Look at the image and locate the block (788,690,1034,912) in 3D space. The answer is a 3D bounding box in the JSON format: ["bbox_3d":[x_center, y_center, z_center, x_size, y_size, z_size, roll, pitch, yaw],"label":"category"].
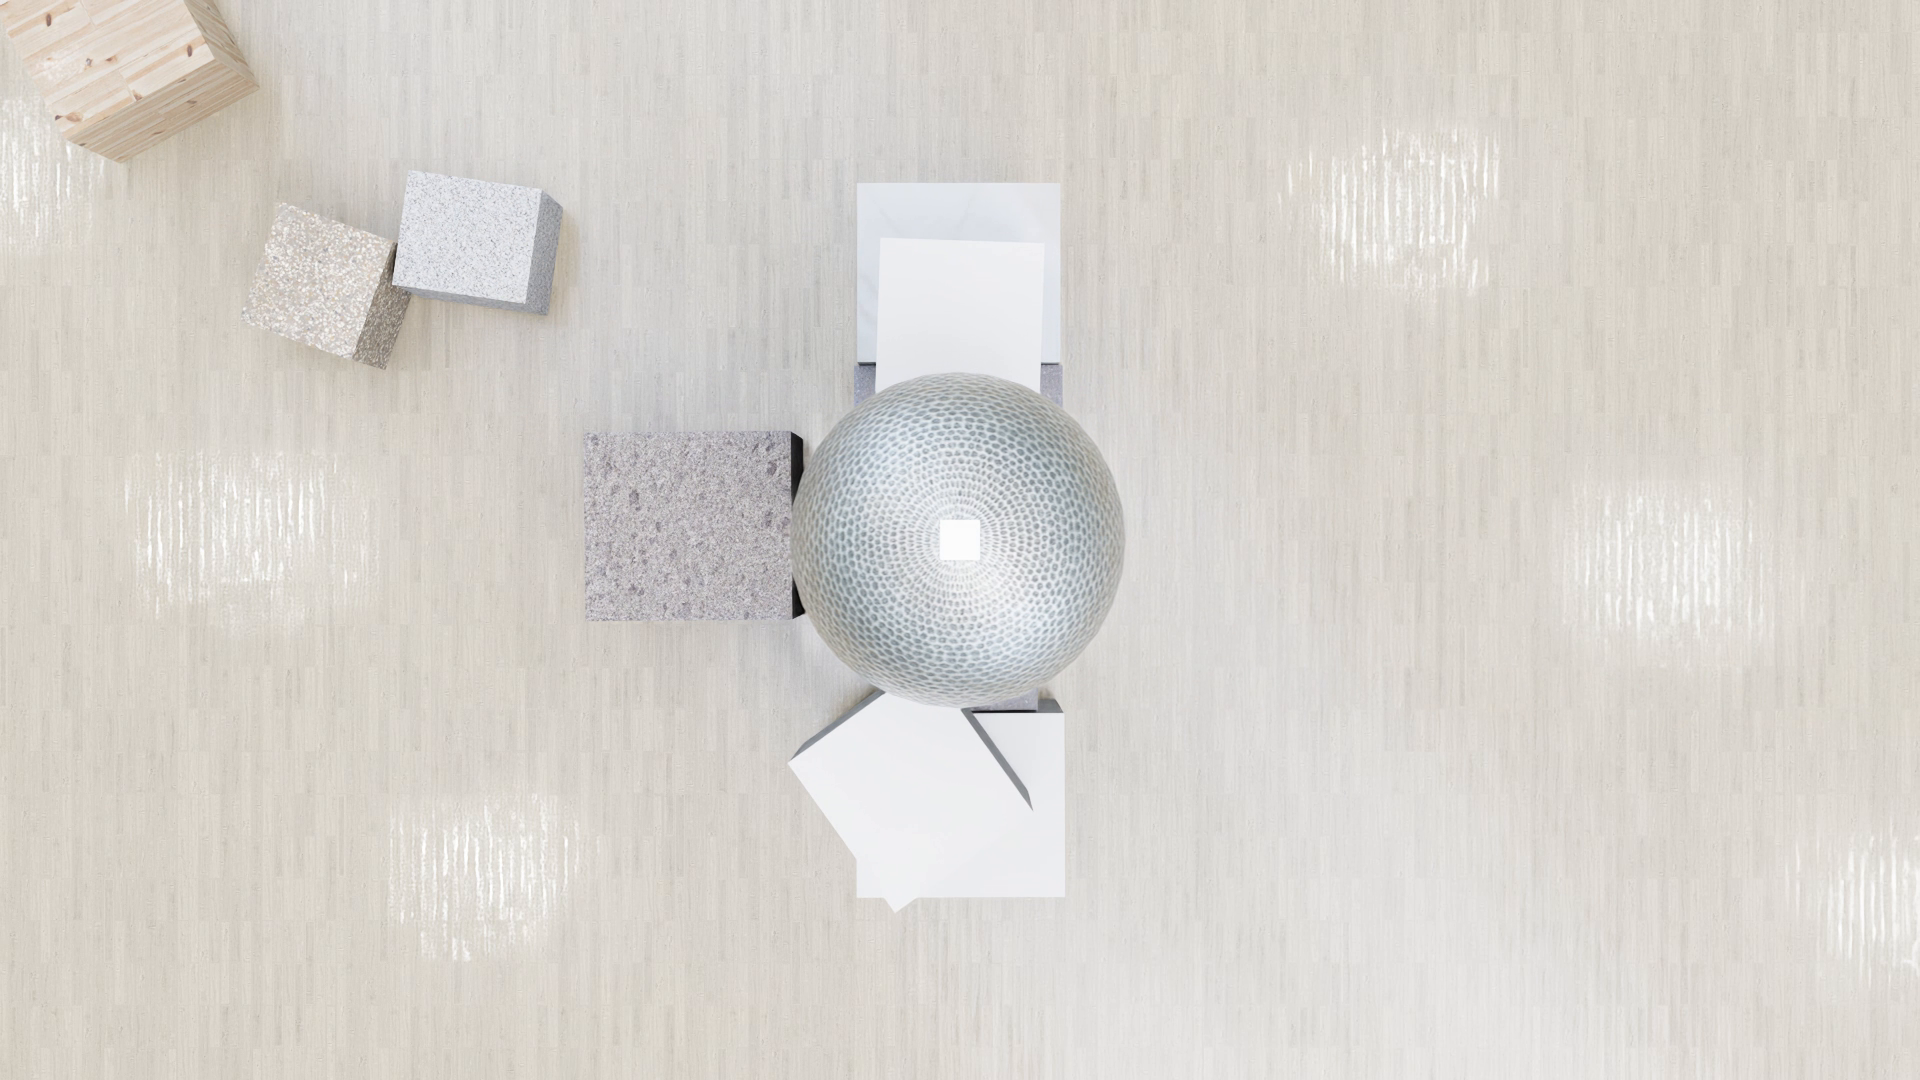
[{"bbox_3d":[-0.244,1.234,11.440,0.851,1.009,0.917,-36,90,0],"label":"block"}]

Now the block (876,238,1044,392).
[{"bbox_3d":[-0.001,-1.116,11.570,0.836,0.748,0.817,2,90,0],"label":"block"}]

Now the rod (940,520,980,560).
[{"bbox_3d":[-0.004,0.000,7.043,0.080,5.200,0.080,0,90,0],"label":"rod"}]

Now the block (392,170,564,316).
[{"bbox_3d":[-2.764,-1.699,12.662,0.753,0.676,0.648,8,90,0],"label":"block"}]

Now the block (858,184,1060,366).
[{"bbox_3d":[-0.007,-1.453,12.472,1.102,1.056,0.972,0,90,0],"label":"block"}]

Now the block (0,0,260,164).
[{"bbox_3d":[-4.762,-2.840,12.598,0.942,0.803,0.894,-28,90,0],"label":"block"}]

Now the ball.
[{"bbox_3d":[-0.010,0.000,10.443,1.600,1.600,1.600,0,90,0],"label":"ball"}]

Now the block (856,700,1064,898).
[{"bbox_3d":[0.003,1.442,12.472,1.130,1.055,0.996,0,90,0],"label":"block"}]

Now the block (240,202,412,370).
[{"bbox_3d":[-3.593,-1.445,12.635,0.663,0.730,0.703,19,90,0],"label":"block"}]

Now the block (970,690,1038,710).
[{"bbox_3d":[-0.017,0.528,12.493,0.873,1.014,0.805,-1,90,0],"label":"block"}]

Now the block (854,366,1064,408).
[{"bbox_3d":[-0.007,-0.422,12.540,1.148,0.920,1.073,0,90,0],"label":"block"}]

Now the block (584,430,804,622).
[{"bbox_3d":[-1.490,-0.076,12.517,1.134,0.966,1.033,-1,90,0],"label":"block"}]
